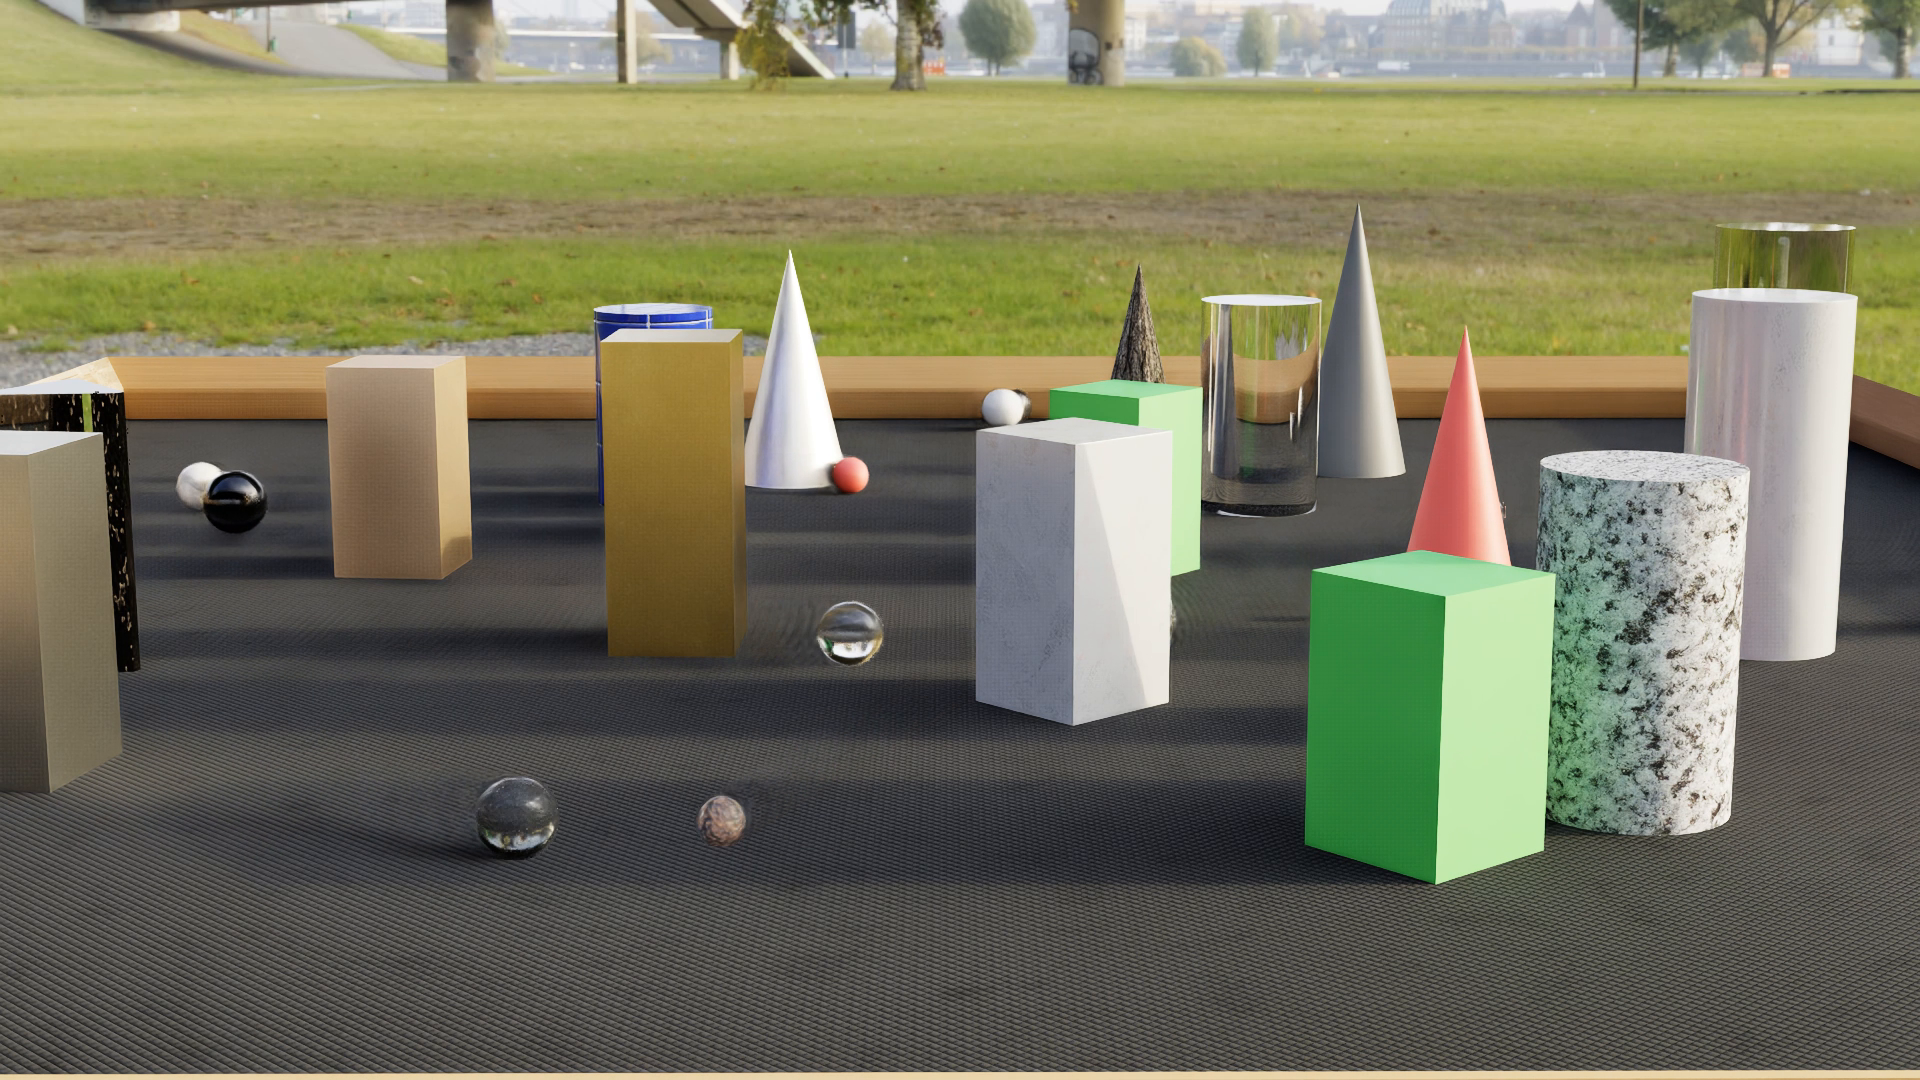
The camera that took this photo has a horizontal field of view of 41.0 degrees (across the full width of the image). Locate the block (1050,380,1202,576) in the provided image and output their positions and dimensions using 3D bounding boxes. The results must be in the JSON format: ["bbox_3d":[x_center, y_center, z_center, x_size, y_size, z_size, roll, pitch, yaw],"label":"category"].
[{"bbox_3d":[0.240,-0.087,3.720,0.158,0.267,0.158,8,13,38],"label":"block"}]

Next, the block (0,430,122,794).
[{"bbox_3d":[-0.988,0.070,2.656,0.158,0.346,0.158,2,11,8],"label":"block"}]

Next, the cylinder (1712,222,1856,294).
[{"bbox_3d":[1.212,-0.219,3.815,0.197,0.492,0.197,0,10,0],"label":"cylinder"}]

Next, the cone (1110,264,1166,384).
[{"bbox_3d":[0.282,-0.231,4.073,0.197,0.422,0.197,0,10,0],"label":"cone"}]

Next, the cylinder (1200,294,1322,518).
[{"bbox_3d":[0.496,-0.225,4.249,0.197,0.346,0.197,0,10,0],"label":"cylinder"}]

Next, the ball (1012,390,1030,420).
[{"bbox_3d":[0.109,-0.276,5.282,0.070,0.070,0.070,0,10,0],"label":"ball"}]

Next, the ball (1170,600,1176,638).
[{"bbox_3d":[0.222,0.098,3.199,0.095,0.095,0.095,0,10,0],"label":"ball"}]

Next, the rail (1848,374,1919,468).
[{"bbox_3d":[1.737,0.031,3.459,0.045,0.128,3.860,0,10,0],"label":"rail"}]

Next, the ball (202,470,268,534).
[{"bbox_3d":[-1.141,-0.060,4.037,0.099,0.099,0.099,0,10,0],"label":"ball"}]

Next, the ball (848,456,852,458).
[{"bbox_3d":[-0.194,-0.121,4.500,0.050,0.050,0.050,0,10,0],"label":"ball"}]

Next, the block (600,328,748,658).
[{"bbox_3d":[-0.358,-0.062,3.238,0.158,0.393,0.158,0,10,1],"label":"block"}]

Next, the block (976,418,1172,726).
[{"bbox_3d":[0.130,0.031,2.944,0.158,0.317,0.158,-10,14,-42],"label":"block"}]

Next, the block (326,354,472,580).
[{"bbox_3d":[-0.814,-0.109,3.735,0.158,0.304,0.158,1,11,5],"label":"block"}]

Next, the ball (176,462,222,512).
[{"bbox_3d":[-1.251,-0.088,4.234,0.081,0.081,0.081,0,10,0],"label":"ball"}]

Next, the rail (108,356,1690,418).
[{"bbox_3d":[-0.011,-0.314,5.323,3.521,0.128,0.045,0,10,0],"label":"rail"}]

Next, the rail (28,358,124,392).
[{"bbox_3d":[-1.737,0.035,3.439,0.045,0.128,3.860,0,10,0],"label":"rail"}]

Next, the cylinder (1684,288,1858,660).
[{"bbox_3d":[1.013,-0.086,3.231,0.197,0.444,0.197,0,10,0],"label":"cylinder"}]

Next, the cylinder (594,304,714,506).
[{"bbox_3d":[-0.511,-0.225,4.305,0.197,0.326,0.197,0,10,0],"label":"cylinder"}]

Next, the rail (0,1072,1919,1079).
[{"bbox_3d":[0.011,0.380,1.575,3.521,0.128,0.045,0,10,0],"label":"rail"}]

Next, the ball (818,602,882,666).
[{"bbox_3d":[-0.135,0.115,3.146,0.079,0.079,0.079,0,10,0],"label":"ball"}]

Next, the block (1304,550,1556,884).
[{"bbox_3d":[0.437,0.160,2.395,0.158,0.265,0.158,-9,14,-40],"label":"block"}]

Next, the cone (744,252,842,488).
[{"bbox_3d":[-0.298,-0.309,4.526,0.197,0.409,0.197,0,10,0],"label":"cone"}]

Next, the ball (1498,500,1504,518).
[{"bbox_3d":[0.829,-0.043,4.054,0.059,0.059,0.059,0,10,0],"label":"ball"}]

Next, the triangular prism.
[{"bbox_3d":[-1.095,-0.020,3.156,0.171,0.341,0.148,-1,11,-7],"label":"triangular prism"}]

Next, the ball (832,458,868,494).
[{"bbox_3d":[-0.188,-0.111,4.414,0.063,0.063,0.063,0,10,0],"label":"ball"}]

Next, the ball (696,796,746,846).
[{"bbox_3d":[-0.226,0.265,2.424,0.047,0.047,0.047,0,10,0],"label":"ball"}]

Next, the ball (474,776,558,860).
[{"bbox_3d":[-0.412,0.258,2.382,0.076,0.076,0.076,0,10,0],"label":"ball"}]

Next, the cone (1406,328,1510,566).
[{"bbox_3d":[0.549,-0.013,2.825,0.197,0.448,0.197,0,10,0],"label":"cone"}]

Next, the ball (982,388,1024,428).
[{"bbox_3d":[0.086,-0.264,5.180,0.083,0.083,0.083,0,10,0],"label":"ball"}]

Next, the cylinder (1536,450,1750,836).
[{"bbox_3d":[0.664,0.096,2.521,0.197,0.343,0.197,0,10,0],"label":"cylinder"}]

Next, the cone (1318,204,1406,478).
[{"bbox_3d":[0.712,-0.368,4.632,0.197,0.487,0.197,0,10,0],"label":"cone"}]
